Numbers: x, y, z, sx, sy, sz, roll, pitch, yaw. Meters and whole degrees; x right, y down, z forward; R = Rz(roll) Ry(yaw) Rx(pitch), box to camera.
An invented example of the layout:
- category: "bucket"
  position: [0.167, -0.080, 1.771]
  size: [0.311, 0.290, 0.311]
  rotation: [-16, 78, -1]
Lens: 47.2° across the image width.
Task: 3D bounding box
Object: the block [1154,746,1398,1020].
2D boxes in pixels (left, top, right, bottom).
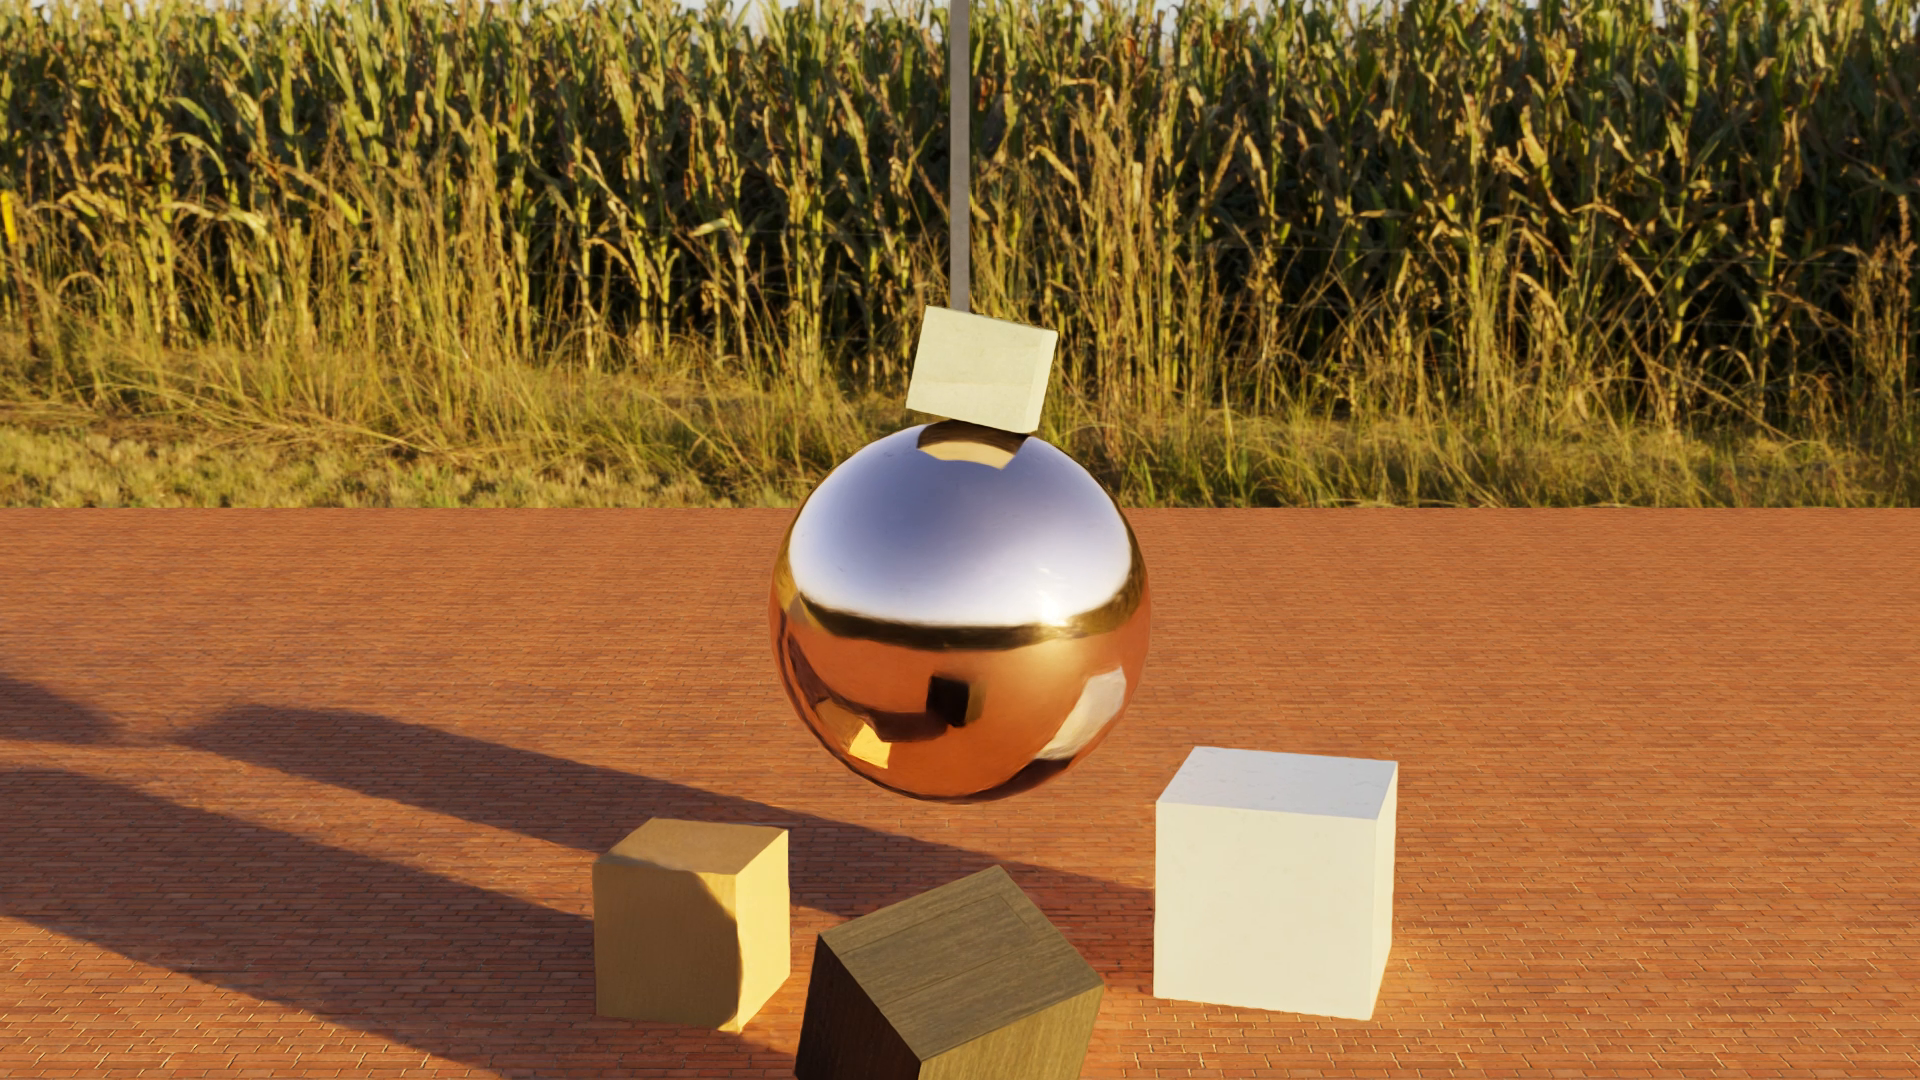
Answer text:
- category: "block"
  position: [1.352, 1.430, 9.341]
  size: [0.889, 0.844, 0.875]
  rotation: [3, 11, 16]

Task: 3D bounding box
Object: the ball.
- category: "ball"
  position: [0.000, 0.300, 9.178]
  size: [1.600, 1.600, 1.600]
  rotation: [0, 10, 0]

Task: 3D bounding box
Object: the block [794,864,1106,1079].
- category: "block"
  position: [-0.048, 1.681, 7.557]
  size: [0.755, 0.701, 0.624]
  rotation: [-16, 43, -33]

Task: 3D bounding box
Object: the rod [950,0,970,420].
- category: "rod"
  position: [0.000, -3.054, 9.734]
  size: [0.080, 5.200, 0.080]
  rotation: [0, -9, 0]

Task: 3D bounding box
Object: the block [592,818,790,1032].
- category: "block"
  position: [-1.099, 1.574, 9.088]
  size: [0.612, 0.651, 0.622]
  rotation: [3, 11, 15]

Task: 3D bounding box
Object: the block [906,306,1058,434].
- category: "block"
  position: [0.095, -0.700, 9.020]
  size: [0.485, 0.420, 0.429]
  rotation: [13, 7, 9]
